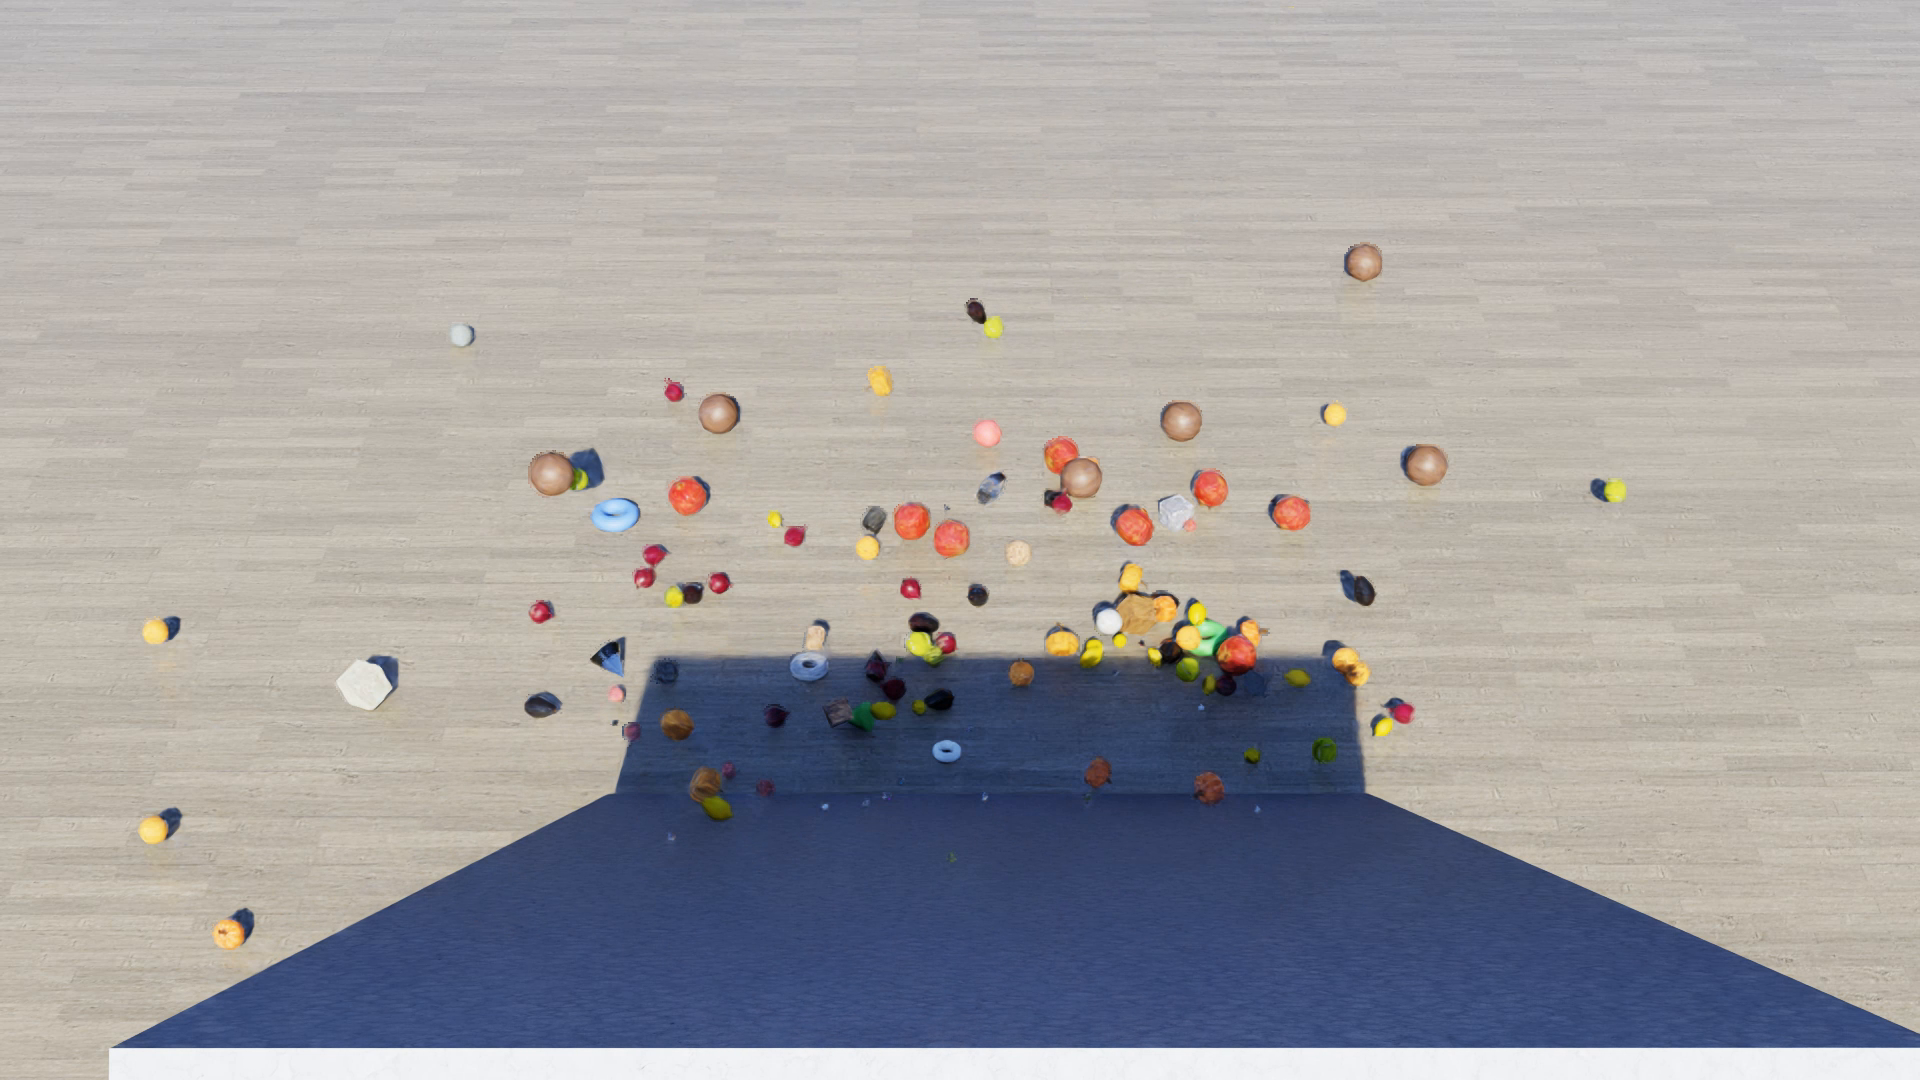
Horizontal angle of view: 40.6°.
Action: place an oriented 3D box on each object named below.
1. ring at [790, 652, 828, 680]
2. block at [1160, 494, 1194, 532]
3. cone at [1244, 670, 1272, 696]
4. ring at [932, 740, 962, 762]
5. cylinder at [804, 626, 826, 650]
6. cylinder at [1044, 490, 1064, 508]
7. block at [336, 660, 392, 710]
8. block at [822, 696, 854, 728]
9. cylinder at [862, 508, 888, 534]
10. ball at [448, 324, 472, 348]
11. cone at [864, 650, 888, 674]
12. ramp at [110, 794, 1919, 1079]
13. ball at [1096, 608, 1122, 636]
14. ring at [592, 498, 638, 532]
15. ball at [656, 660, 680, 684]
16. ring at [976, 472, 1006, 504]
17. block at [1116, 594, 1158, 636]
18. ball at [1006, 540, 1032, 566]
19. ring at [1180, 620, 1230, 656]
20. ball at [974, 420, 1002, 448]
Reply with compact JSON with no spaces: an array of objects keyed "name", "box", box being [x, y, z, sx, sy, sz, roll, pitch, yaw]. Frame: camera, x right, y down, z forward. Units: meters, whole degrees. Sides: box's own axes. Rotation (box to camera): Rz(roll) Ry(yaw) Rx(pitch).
[{"name":"ring","box":[-0.428,0.360,7.372,0.110,0.037,0.110,1,34,-1]},{"name":"block","box":[0.665,-0.081,7.978,0.074,0.074,0.074,-20,39,-27]},{"name":"cone","box":[0.848,0.386,7.252,0.079,0.079,0.079,29,40,35]},{"name":"ring","box":[-0.037,0.576,7.067,0.081,0.027,0.081,1,34,-1]},{"name":"cylinder","box":[-0.409,0.277,7.344,0.050,0.050,0.050,10,42,-9]},{"name":"cylinder","box":[0.290,-0.126,8.056,0.052,0.052,0.052,6,35,10]},{"name":"block","box":[-1.658,0.405,7.230,0.091,0.091,0.091,11,48,33]},{"name":"block","box":[-0.332,0.470,7.074,0.062,0.062,0.062,-21,-5,-10]},{"name":"cylinder","box":[-0.259,-0.060,7.870,0.058,0.058,0.058,20,74,27]},{"name":"ball","box":[-1.706,-0.699,8.870,0.080,0.080,0.080,0,35,0]},{"name":"cone","box":[-0.240,0.337,7.379,0.065,0.065,0.065,0,35,0]},{"name":"ramp","box":[0.076,0.659,4.816,2.000,0.100,4.000,0,-2,0]},{"name":"ball","box":[0.421,0.231,7.343,0.075,0.075,0.075,0,35,0]},{"name":"ring","box":[-1.063,-0.076,7.994,0.146,0.049,0.146,0,36,0]},{"name":"ball","box":[-0.825,0.374,7.325,0.066,0.066,0.066,0,35,0]},{"name":"ring","box":[0.097,-0.160,8.022,0.040,0.119,0.119,37,46,18]},{"name":"block","box":[0.507,0.215,7.462,0.080,0.080,0.080,11,52,-29]},{"name":"ball","box":[0.176,0.040,7.799,0.079,0.079,0.079,0,35,0]},{"name":"ring","box":[0.706,0.281,7.477,0.140,0.047,0.140,-1,35,1]},{"name":"ball","box":[0.089,-0.343,8.345,0.090,0.090,0.090,0,35,0]}]
